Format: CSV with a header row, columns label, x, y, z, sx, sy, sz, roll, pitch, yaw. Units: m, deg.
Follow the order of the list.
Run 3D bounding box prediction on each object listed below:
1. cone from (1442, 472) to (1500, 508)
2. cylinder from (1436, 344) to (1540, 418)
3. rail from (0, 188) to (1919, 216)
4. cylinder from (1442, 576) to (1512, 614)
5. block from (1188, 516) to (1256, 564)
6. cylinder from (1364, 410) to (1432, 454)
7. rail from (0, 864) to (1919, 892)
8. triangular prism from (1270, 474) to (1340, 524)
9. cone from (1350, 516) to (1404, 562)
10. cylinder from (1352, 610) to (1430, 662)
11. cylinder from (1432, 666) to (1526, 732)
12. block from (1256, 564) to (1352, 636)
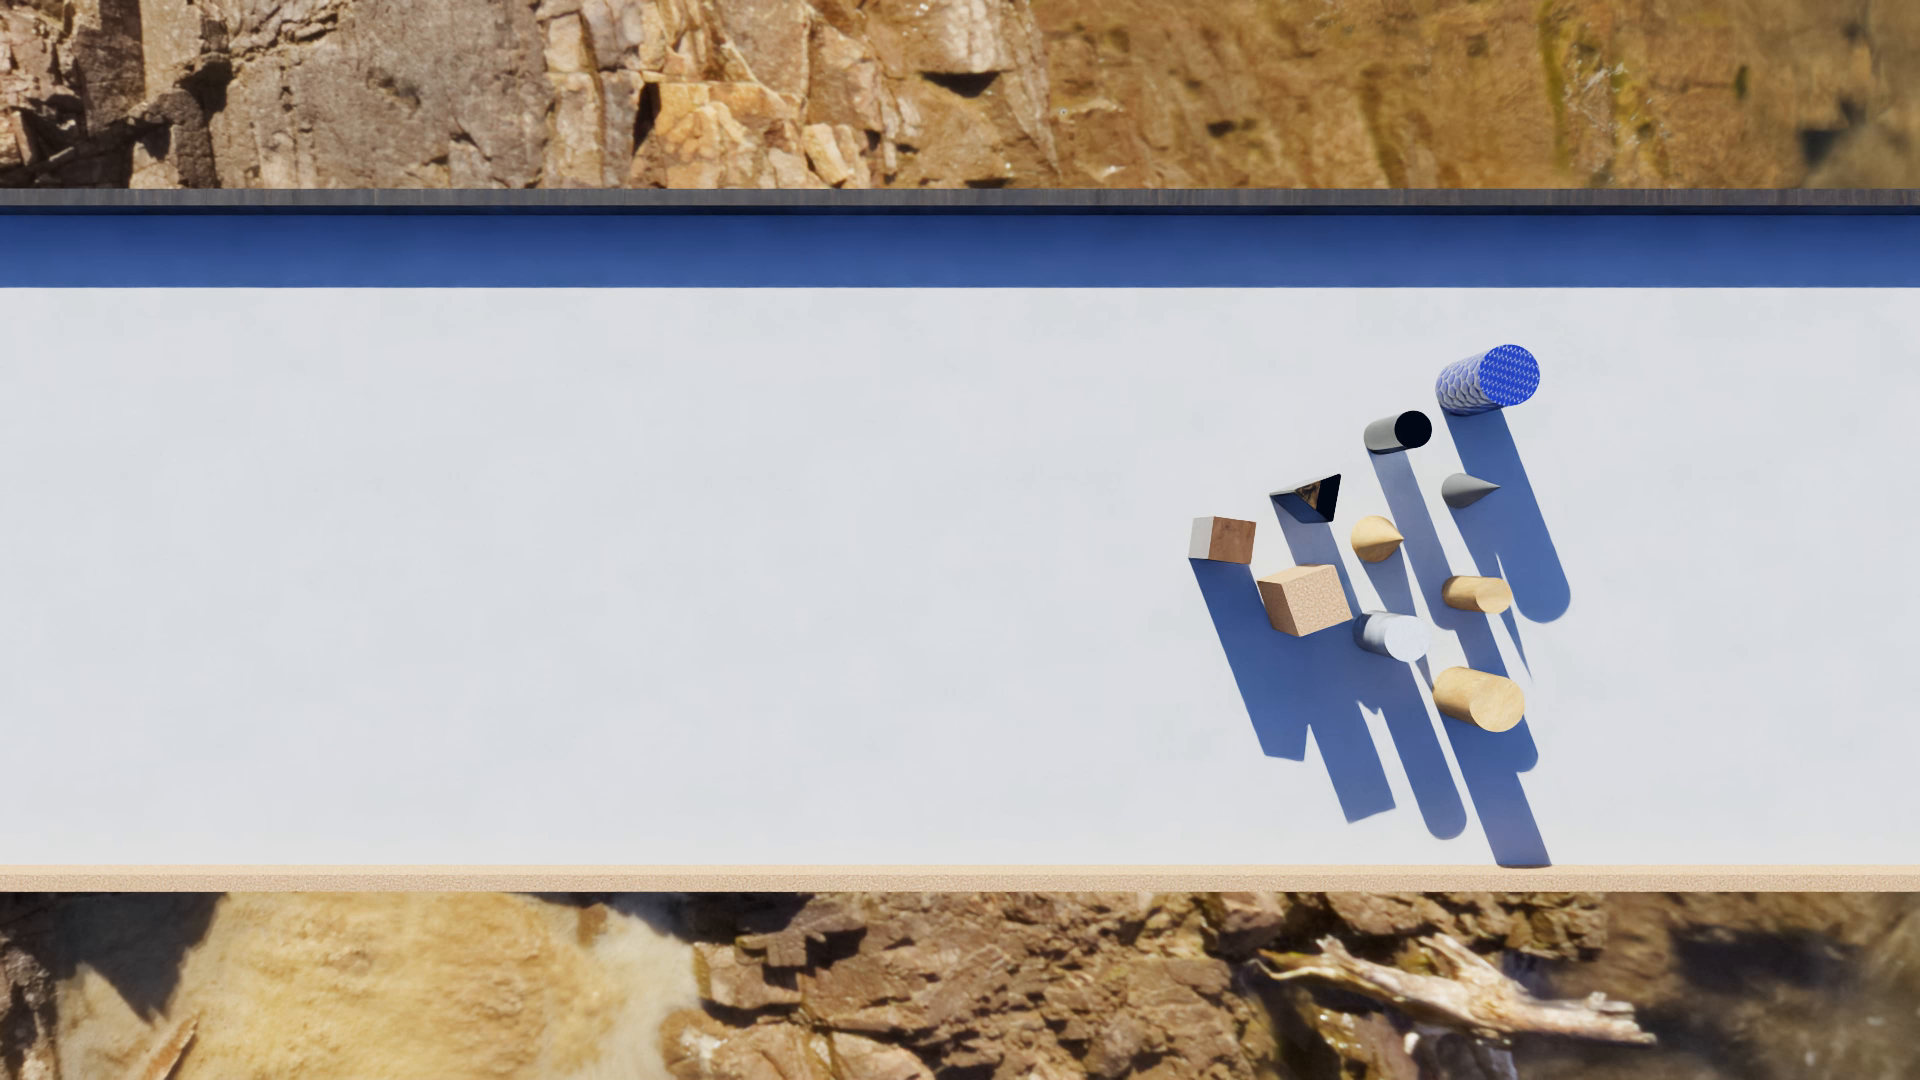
label,x,y,z,sx,sy,sz,roll,pitch,yaw
cone,1.536,-0.152,4.878,0.110,0.397,0.110,0,90,0
cylinder,1.550,-0.465,4.865,0.174,0.423,0.174,0,90,0
rail,-2.247,-1.025,5.002,12.000,0.150,0.050,0,90,0
cylinder,1.534,0.160,4.908,0.104,0.337,0.104,0,90,0
block,0.771,0.001,4.873,0.122,0.408,0.122,8,90,0
cylinder,1.296,-0.316,4.896,0.109,0.361,0.109,0,90,0
rail,-2.247,1.025,5.001,12.000,0.150,0.050,0,90,0
triangular prism,1.042,-0.141,4.880,0.138,0.394,0.120,40,90,0
cone,1.275,-0.003,4.906,0.146,0.341,0.146,0,90,0
cylinder,1.274,0.281,4.884,0.131,0.385,0.131,0,90,0
cylinder,1.533,0.468,4.892,0.160,0.369,0.160,0,90,0
block,1.012,0.173,4.876,0.160,0.401,0.160,-19,90,0
